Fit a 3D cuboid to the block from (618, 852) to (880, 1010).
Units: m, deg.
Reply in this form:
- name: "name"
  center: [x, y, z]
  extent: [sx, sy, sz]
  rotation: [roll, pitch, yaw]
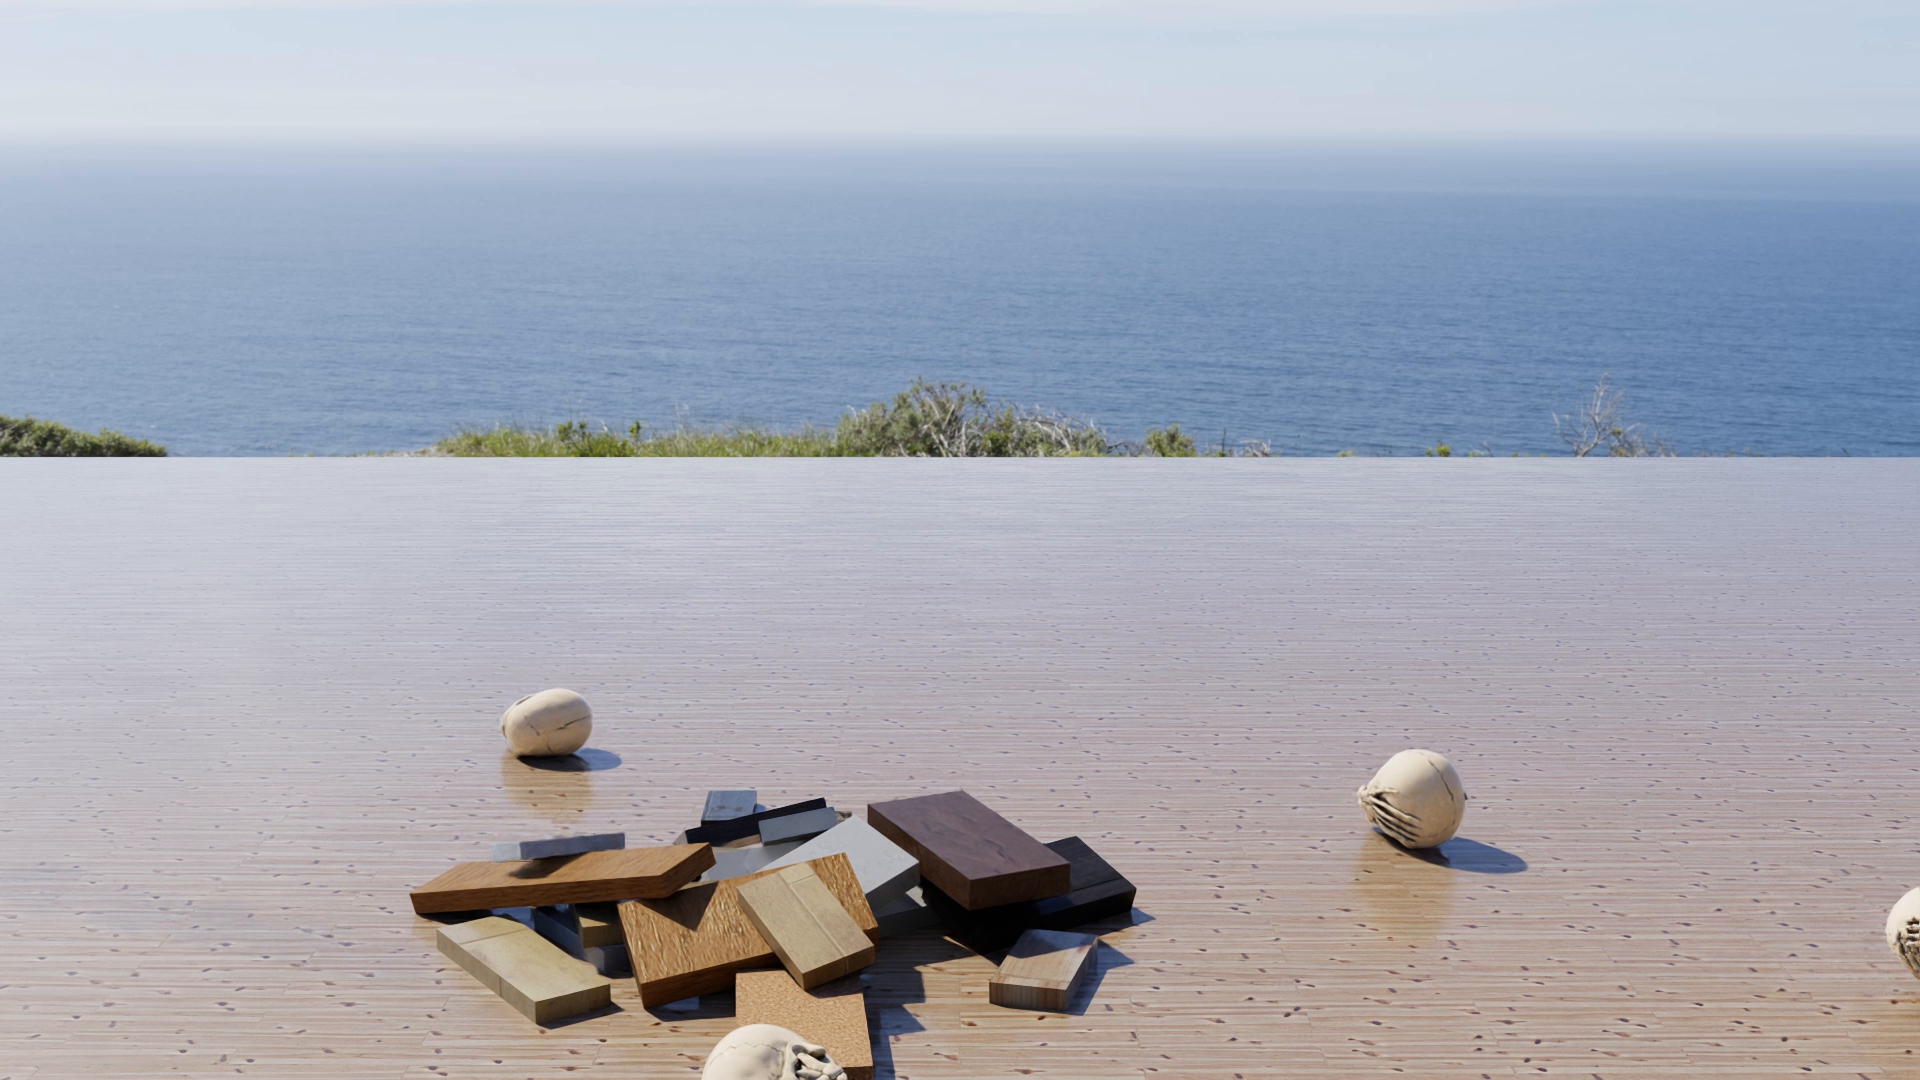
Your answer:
- name: "block"
  center: [-0.317, 0.581, 3.289]
  extent: [0.356, 0.050, 0.178]
  rotation: [-11, 34, -15]

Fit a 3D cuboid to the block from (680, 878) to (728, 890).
- name: "block"
  center: [-0.363, 0.586, 3.504]
  extent: [0.208, 0.029, 0.104]
  rotation: [-3, 34, -17]

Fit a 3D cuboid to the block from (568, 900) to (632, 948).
- name: "block"
  center: [-0.548, 0.578, 3.456]
  extent: [0.118, 0.034, 0.237]
  rotation: [-3, 11, -17]

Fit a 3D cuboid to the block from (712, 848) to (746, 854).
- name: "block"
  center: [-0.391, 0.530, 3.668]
  extent: [0.111, 0.016, 0.055]
  rotation: [6, 11, -17]

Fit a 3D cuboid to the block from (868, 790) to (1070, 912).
- name: "block"
  center: [0.009, 0.494, 3.533]
  extent: [0.178, 0.050, 0.356]
  rotation: [-5, 15, -28]

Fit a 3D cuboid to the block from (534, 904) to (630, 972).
- name: "block"
  center: [-0.561, 0.614, 3.450]
  extent: [0.118, 0.034, 0.237]
  rotation: [-8, 13, -36]

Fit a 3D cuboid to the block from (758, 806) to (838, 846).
- name: "block"
  center: [-0.274, 0.498, 3.725]
  extent: [0.126, 0.036, 0.251]
  rotation: [-11, -14, -7]

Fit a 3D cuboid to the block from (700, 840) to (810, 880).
- name: "block"
  center: [-0.315, 0.555, 3.619]
  extent: [0.208, 0.029, 0.104]
  rotation: [-5, 48, -27]

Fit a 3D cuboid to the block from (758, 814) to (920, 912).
- name: "block"
  center: [-0.233, 0.551, 3.420]
  extent: [0.316, 0.045, 0.158]
  rotation: [-27, 40, -34]

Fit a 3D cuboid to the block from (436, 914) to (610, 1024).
- name: "block"
  center: [-0.660, 0.640, 3.307]
  extent: [0.118, 0.034, 0.360]
  rotation: [-7, 13, -35]

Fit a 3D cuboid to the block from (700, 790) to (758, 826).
- name: "block"
  center: [-0.427, 0.503, 4.069]
  extent: [0.090, 0.026, 0.181]
  rotation: [0, 11, -2]

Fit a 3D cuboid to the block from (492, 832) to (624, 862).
- name: "block"
  center: [-0.648, 0.495, 3.551]
  extent: [0.189, 0.027, 0.094]
  rotation: [0, -8, -40]

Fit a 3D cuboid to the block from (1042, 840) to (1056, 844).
- name: "block"
  center: [0.102, 0.558, 3.754]
  extent: [0.229, 0.032, 0.114]
  rotation: [-5, 12, -25]

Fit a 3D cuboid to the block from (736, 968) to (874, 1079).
- name: "block"
  center: [-0.220, 0.681, 3.042]
  extent: [0.178, 0.050, 0.356]
  rotation: [-1, 11, -6]

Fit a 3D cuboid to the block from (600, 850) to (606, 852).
- name: "block"
  center: [-0.544, 0.547, 3.679]
  extent: [0.189, 0.027, 0.094]
  rotation: [1, 11, 7]

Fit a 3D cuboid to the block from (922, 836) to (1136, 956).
- name: "block"
  center: [0.113, 0.567, 3.534]
  extent: [0.316, 0.045, 0.158]
  rotation: [-8, 32, -38]

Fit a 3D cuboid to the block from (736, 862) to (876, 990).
- name: "block"
  center: [-0.228, 0.563, 3.224]
  extent: [0.114, 0.032, 0.229]
  rotation: [-18, 33, -24]

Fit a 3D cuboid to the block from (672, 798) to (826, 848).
- name: "block"
  center: [-0.364, 0.503, 3.813]
  extent: [0.251, 0.036, 0.126]
  rotation: [-11, -14, -21]

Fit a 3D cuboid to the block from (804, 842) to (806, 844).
- name: "block"
  center: [-0.127, 0.518, 3.721]
  extent: [0.090, 0.026, 0.318]
  rotation: [-10, -11, 35]

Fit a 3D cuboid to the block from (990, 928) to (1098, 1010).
- name: "block"
  center: [0.127, 0.642, 3.299]
  extent: [0.114, 0.032, 0.229]
  rotation: [3, 11, 15]

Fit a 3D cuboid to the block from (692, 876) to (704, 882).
- name: "block"
  center: [-0.551, 0.577, 3.664]
  extent: [0.315, 0.027, 0.095]
  rotation: [-1, 11, -3]

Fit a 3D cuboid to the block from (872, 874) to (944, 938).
- name: "block"
  center: [-0.104, 0.563, 3.551]
  extent: [0.316, 0.045, 0.158]
  rotation: [-7, 33, -34]

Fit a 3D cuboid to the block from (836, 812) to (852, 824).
- name: "block"
  center: [-0.244, 0.526, 3.942]
  extent: [0.090, 0.026, 0.181]
  rotation: [0, 11, 0]

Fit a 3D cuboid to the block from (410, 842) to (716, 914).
- name: "block"
  center: [-0.634, 0.536, 3.477]
  extent: [0.540, 0.036, 0.126]
  rotation: [-9, 11, 33]
